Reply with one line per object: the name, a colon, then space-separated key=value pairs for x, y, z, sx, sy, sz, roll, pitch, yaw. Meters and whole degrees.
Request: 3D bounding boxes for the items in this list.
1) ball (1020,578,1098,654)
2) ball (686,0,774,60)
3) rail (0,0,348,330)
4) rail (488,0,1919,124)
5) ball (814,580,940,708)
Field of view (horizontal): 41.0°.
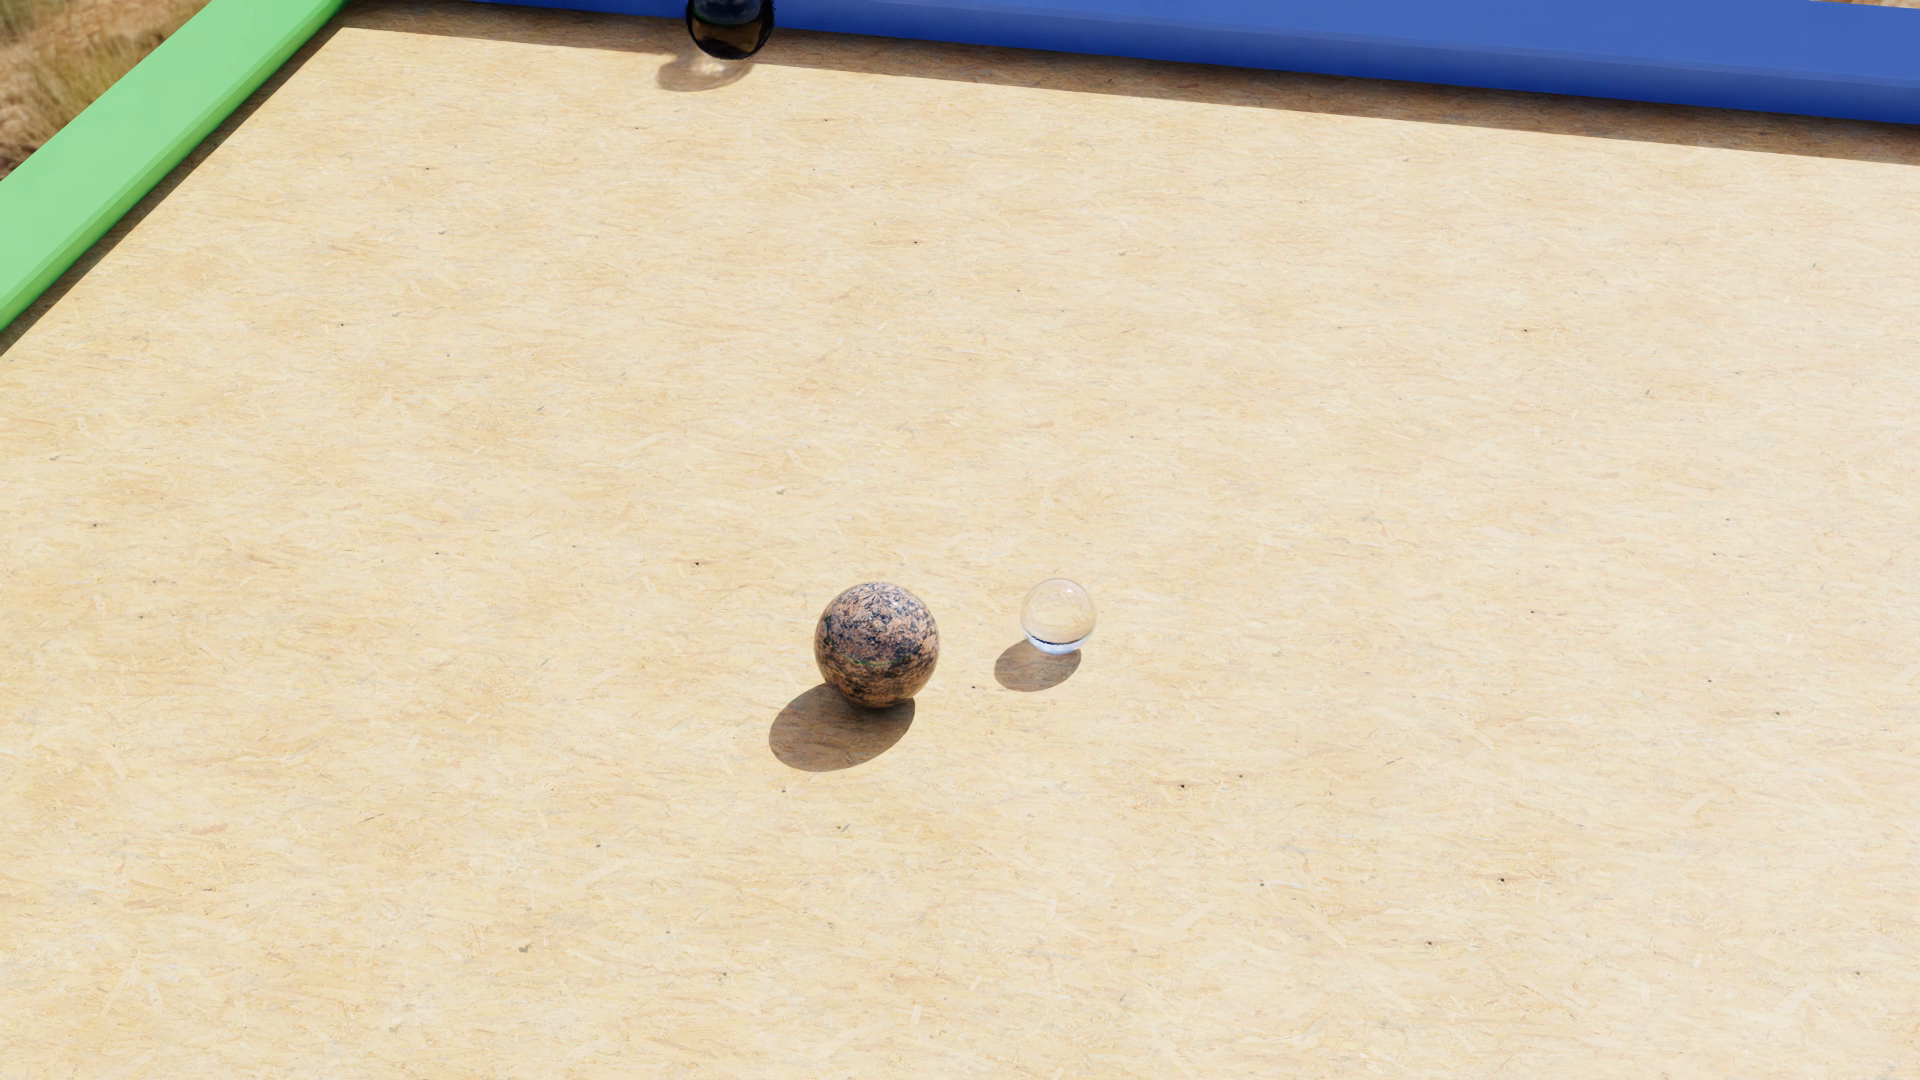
ball: x=0.072 y=0.055 z=1.873 sx=0.057 sy=0.057 sz=0.057 roll=0 pitch=34 yaw=0
ball: x=-0.246 y=-0.561 z=2.746 sx=0.094 sy=0.094 sz=0.094 roll=0 pitch=34 yaw=0
rail: x=-0.870 y=-0.124 z=2.078 sx=0.045 sy=0.122 sz=2.004 roll=7 pitch=35 yaw=10
rail: x=1.097 y=-0.451 z=2.559 sx=3.654 sy=0.122 sz=0.045 roll=7 pitch=35 yaw=10
ball: x=-0.059 y=0.074 z=1.816 sx=0.090 sy=0.090 sz=0.090 roll=0 pitch=34 yaw=0
